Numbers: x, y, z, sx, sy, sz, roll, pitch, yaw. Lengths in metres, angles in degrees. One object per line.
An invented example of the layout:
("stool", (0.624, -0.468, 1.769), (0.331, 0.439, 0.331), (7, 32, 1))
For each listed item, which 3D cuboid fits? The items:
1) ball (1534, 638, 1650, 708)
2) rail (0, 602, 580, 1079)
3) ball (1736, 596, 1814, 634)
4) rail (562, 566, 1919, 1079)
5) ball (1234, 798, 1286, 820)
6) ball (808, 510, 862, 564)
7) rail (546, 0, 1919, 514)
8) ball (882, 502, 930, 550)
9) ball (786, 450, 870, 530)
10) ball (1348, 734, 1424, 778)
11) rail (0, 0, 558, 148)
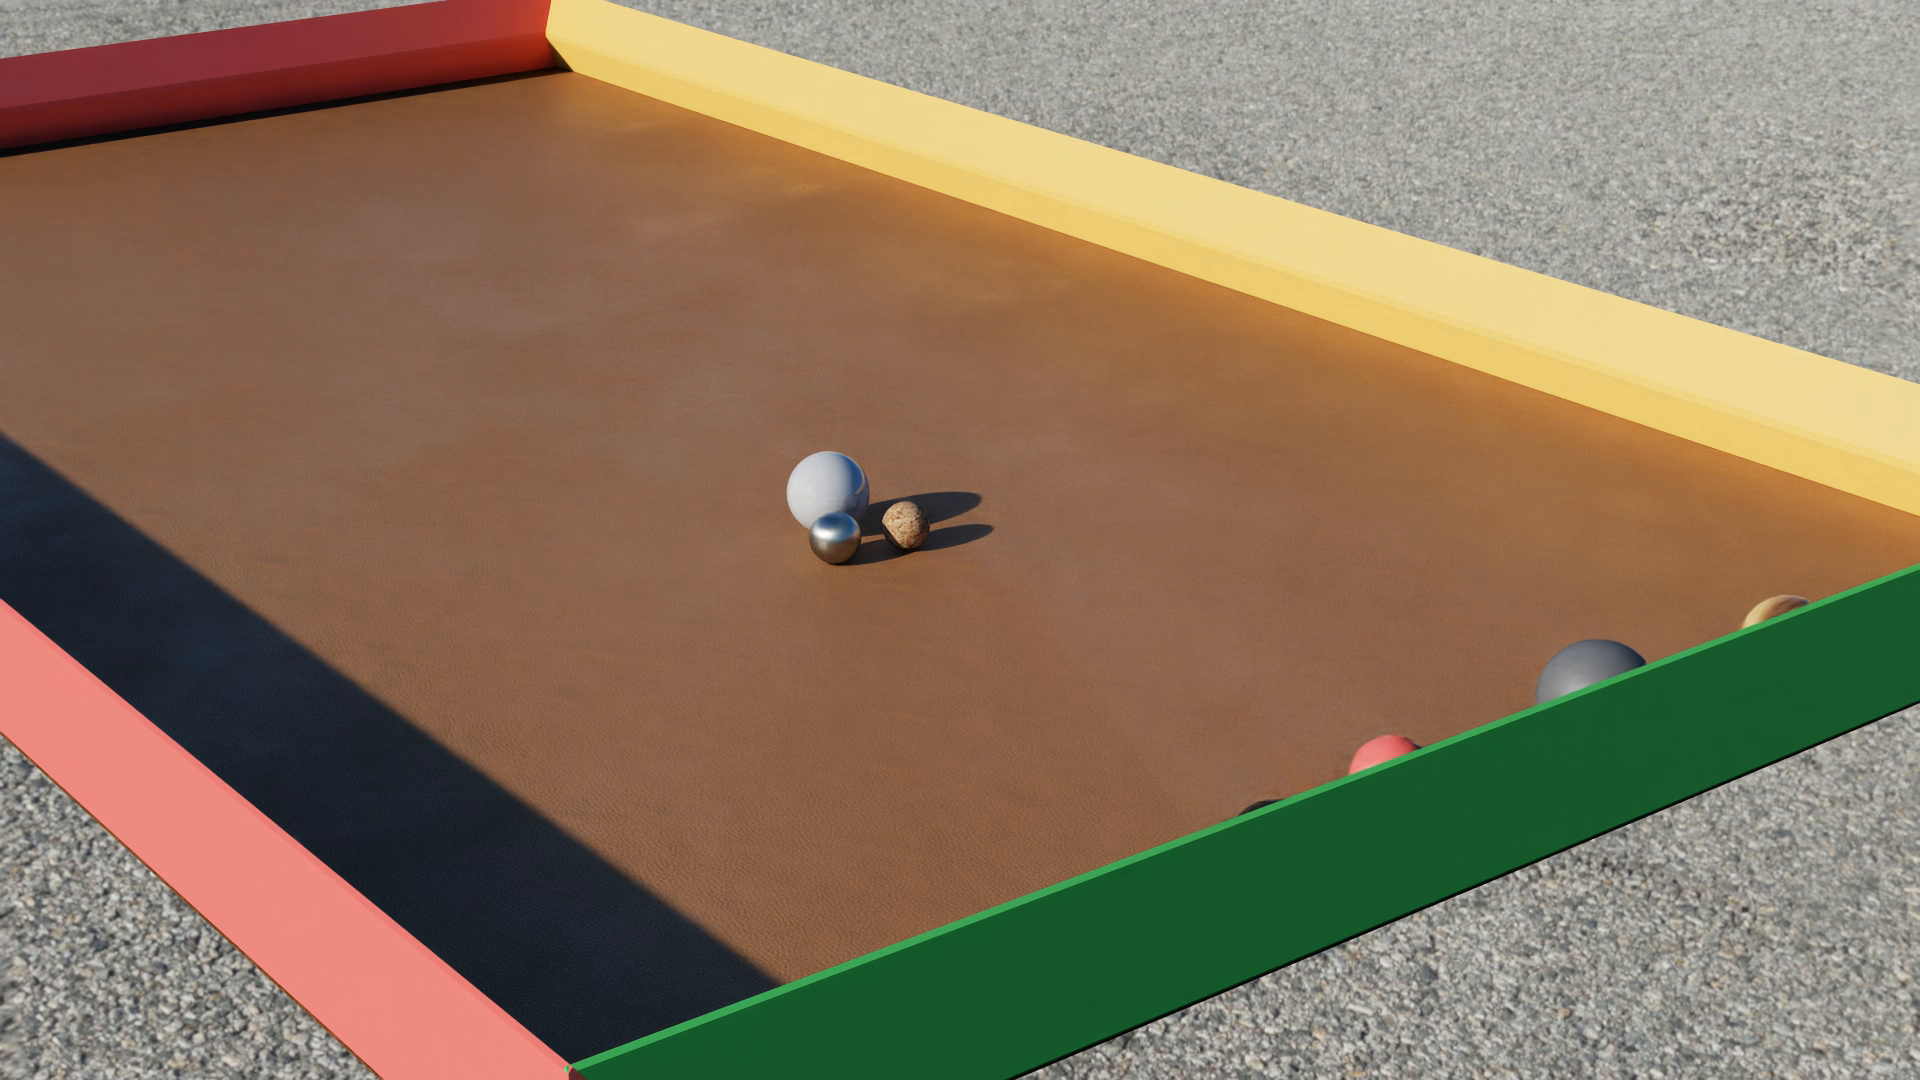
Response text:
("ball", (0.481, 0.121, 2.216), (0.093, 0.093, 0.093), (0, 21, 0))
("rail", (-1.023, -0.054, 2.627), (0.045, 0.121, 2.724), (-16, 26, -35))
("ball", (0.656, 0.084, 2.333), (0.079, 0.079, 0.079), (0, 21, 0))
("rail", (0.401, 0.161, 2.074), (1.581, 0.121, 0.045), (-16, 26, -35))
("ball", (0.216, 0.213, 2.011), (0.072, 0.072, 0.072), (0, 21, 0))
("ball", (-0.110, -0.002, 2.599), (0.047, 0.047, 0.047), (0, 21, 0))
("rail", (0.192, -0.393, 3.498), (0.045, 0.121, 2.724), (-16, 26, -35))
("ball", (-0.048, -0.013, 2.631), (0.043, 0.043, 0.043), (0, 21, 0))
("ball", (-0.119, -0.043, 2.663), (0.076, 0.076, 0.076), (0, 21, 0))
("ball", (0.313, 0.172, 2.131), (0.061, 0.061, 0.061), (0, 21, 0))
("rail", (-1.231, -0.608, 4.051), (1.581, 0.121, 0.045), (-16, 26, -35))
